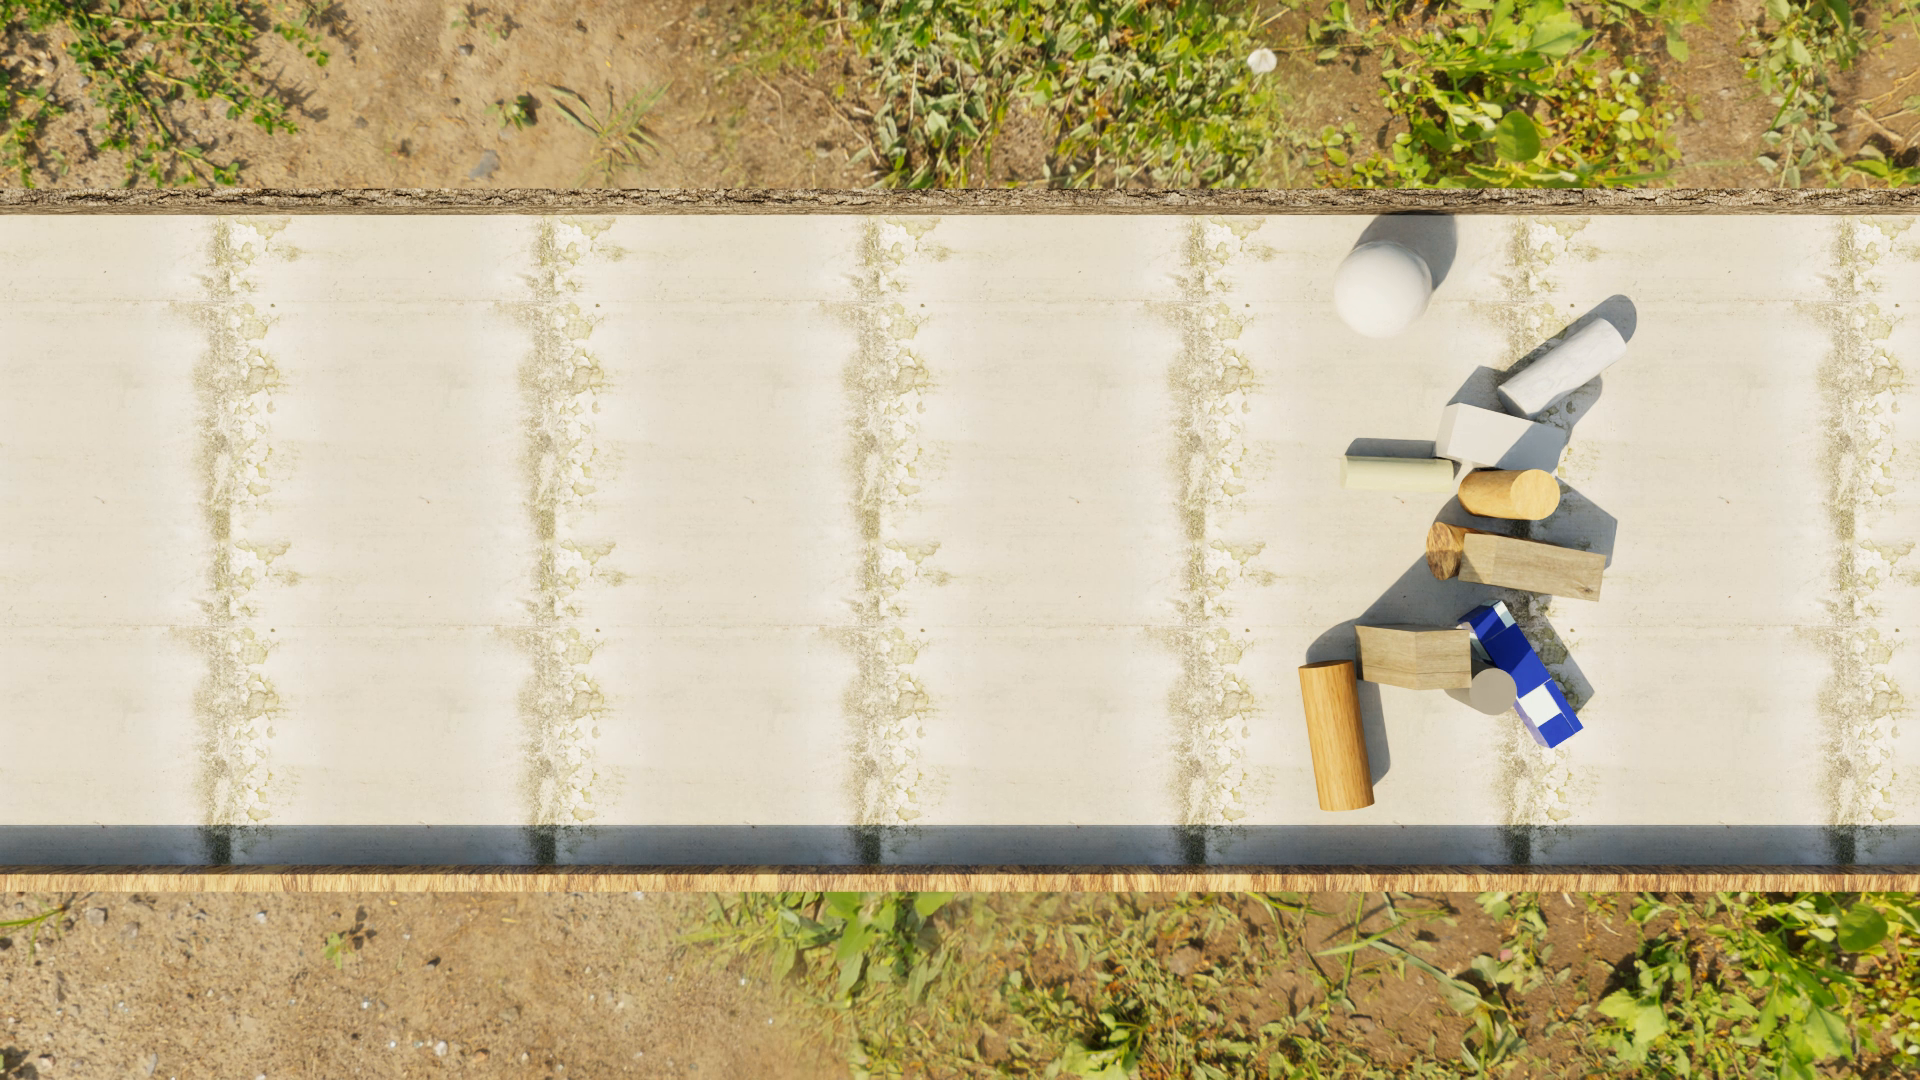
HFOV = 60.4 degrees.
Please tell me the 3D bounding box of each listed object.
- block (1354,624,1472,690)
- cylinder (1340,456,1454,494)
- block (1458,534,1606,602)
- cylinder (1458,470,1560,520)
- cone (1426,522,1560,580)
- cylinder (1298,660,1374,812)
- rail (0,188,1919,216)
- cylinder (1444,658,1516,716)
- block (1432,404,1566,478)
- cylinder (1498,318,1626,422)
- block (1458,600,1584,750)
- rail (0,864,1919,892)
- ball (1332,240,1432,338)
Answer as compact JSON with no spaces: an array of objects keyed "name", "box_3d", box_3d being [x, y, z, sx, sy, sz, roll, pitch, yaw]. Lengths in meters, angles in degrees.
[{"name":"block","box_3d":[1.327,0.339,4.855,0.164,0.423,0.164,-2,90,-9]},{"name":"cylinder","box_3d":[1.328,-0.200,5.025,0.319,0.104,0.104,2,90,0]},{"name":"block","box_3d":[1.711,0.083,4.931,0.414,0.142,0.142,9,90,-23]},{"name":"cylinder","box_3d":[1.613,-0.135,4.863,0.143,0.419,0.143,0,92,-3]},{"name":"cone","box_3d":[1.655,0.023,5.033,0.413,0.176,0.176,-3,90,-12]},{"name":"cylinder","box_3d":[1.140,0.589,4.995,0.164,0.164,0.433,-9,90,0]},{"name":"rail","box_3d":[-2.247,-1.025,5.002,12.000,0.150,0.050,0,90,0]},{"name":"cylinder","box_3d":[1.542,0.432,4.915,0.137,0.316,0.137,0,92,2]},{"name":"block","box_3d":[1.630,-0.291,4.997,0.329,0.159,0.159,14,90,0]},{"name":"cylinder","box_3d":[1.826,-0.512,5.006,0.362,0.142,0.142,-35,90,0]},{"name":"block","box_3d":[1.703,0.406,5.018,0.118,0.118,0.456,-33,90,0]},{"name":"rail","box_3d":[-2.247,1.025,5.001,12.000,0.150,0.050,0,90,0]},{"name":"ball","box_3d":[1.263,-0.750,4.932,0.290,0.290,0.290,0,90,0]}]
